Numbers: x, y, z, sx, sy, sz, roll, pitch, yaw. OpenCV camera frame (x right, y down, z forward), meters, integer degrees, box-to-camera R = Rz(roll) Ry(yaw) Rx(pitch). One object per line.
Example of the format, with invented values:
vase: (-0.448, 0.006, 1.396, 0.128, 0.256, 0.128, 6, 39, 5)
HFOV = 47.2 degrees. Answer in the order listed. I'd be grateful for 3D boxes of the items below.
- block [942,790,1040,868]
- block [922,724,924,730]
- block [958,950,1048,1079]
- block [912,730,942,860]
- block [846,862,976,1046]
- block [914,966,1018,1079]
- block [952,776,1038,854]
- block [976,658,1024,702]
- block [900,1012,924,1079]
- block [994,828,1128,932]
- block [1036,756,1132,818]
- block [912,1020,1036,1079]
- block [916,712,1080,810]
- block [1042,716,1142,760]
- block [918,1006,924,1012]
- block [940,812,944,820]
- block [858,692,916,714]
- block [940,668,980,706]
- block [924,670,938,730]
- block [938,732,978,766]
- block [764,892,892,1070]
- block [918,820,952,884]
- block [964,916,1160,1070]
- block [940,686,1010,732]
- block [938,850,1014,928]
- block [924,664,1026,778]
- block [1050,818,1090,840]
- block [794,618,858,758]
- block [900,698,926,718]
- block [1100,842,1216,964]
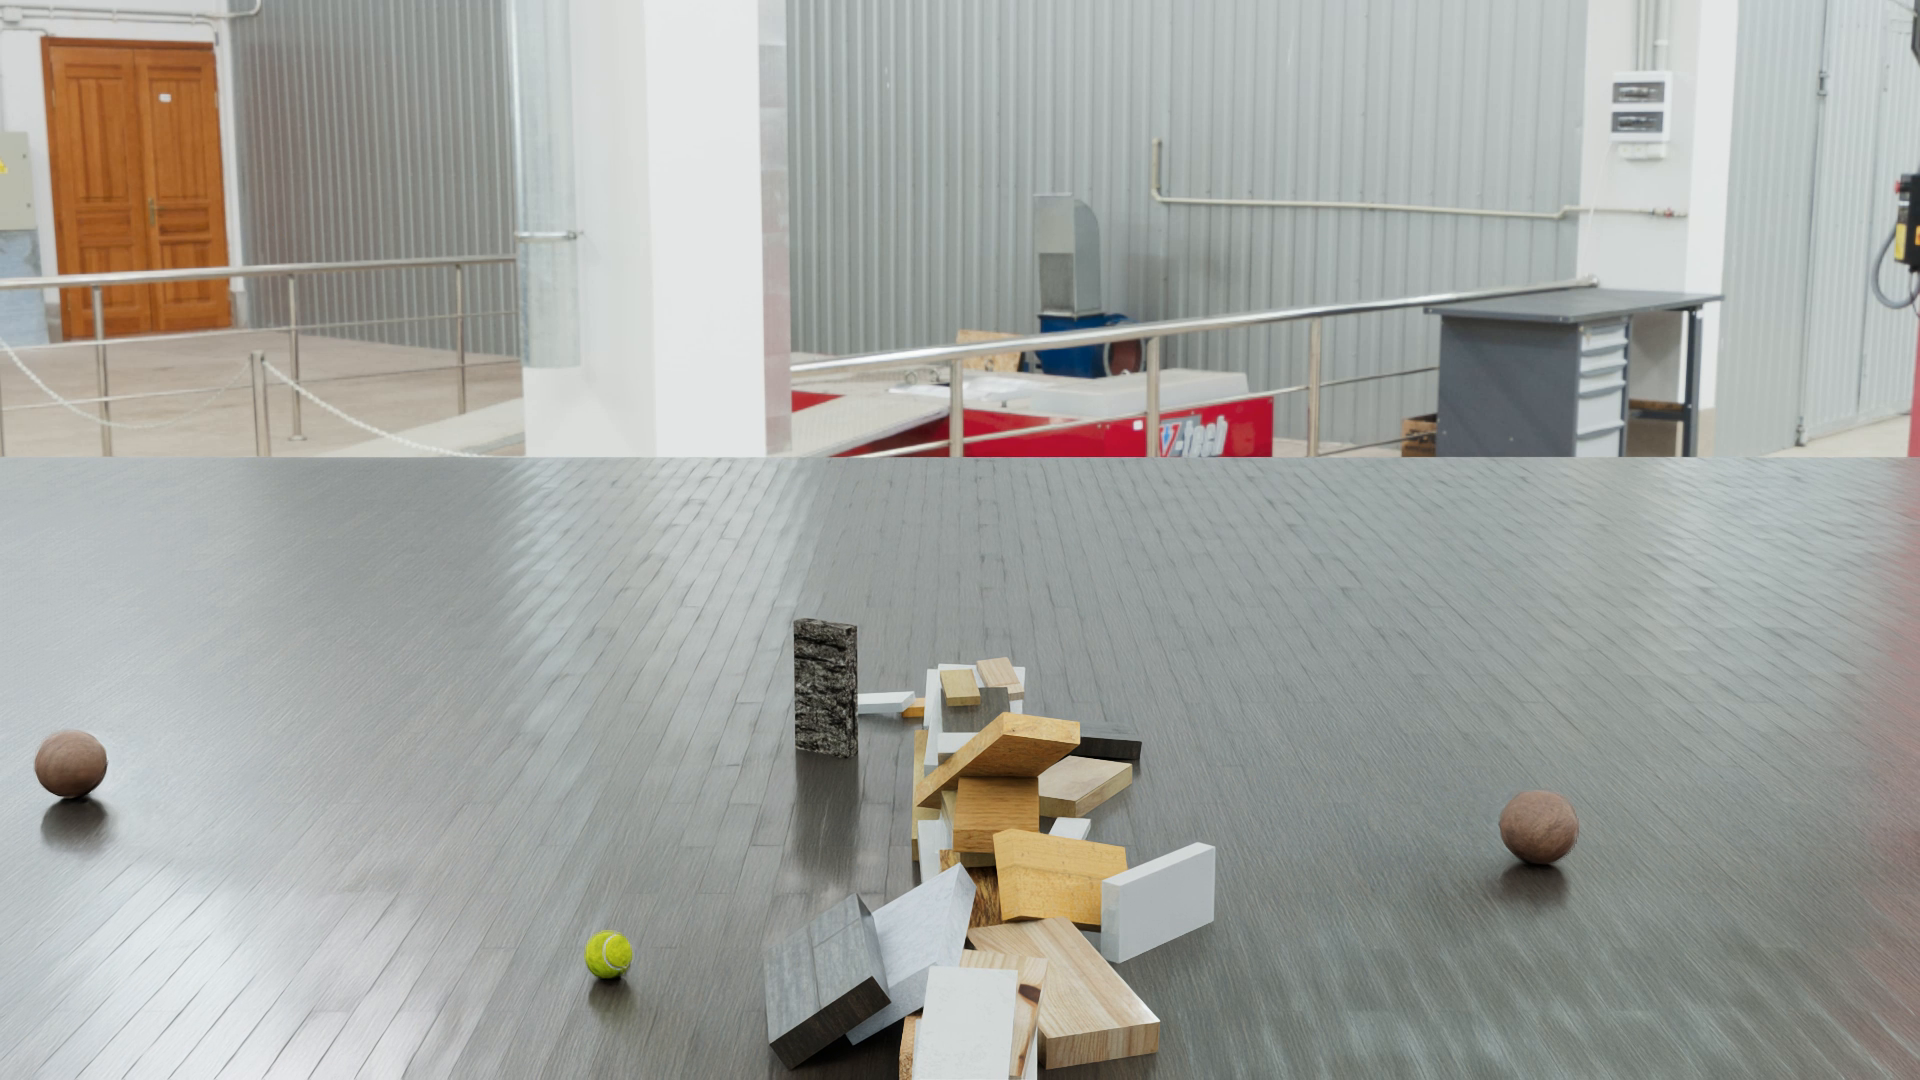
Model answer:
block: (0.051, 0.469, 3.603, 0.134, 0.038, 0.268, -1, 12, -7)
block: (0.016, 0.417, 4.318, 0.108, 0.031, 0.217, -9, 28, -20)
block: (0.039, 0.597, 2.734, 0.110, 0.031, 0.220, 5, 29, 9)
block: (-0.001, 0.457, 3.968, 0.166, 0.047, 0.331, 0, 30, 0)
block: (-0.074, 0.598, 3.213, 0.167, 0.047, 0.375, -31, 8, 11)
block: (0.008, 0.601, 2.660, 0.110, 0.031, 0.220, 2, 29, 4)
block: (0.060, 0.441, 3.550, 0.133, 0.038, 0.266, 1, 12, 2)
block: (0.076, 0.264, 4.146, 0.061, 0.017, 0.122, -7, 30, -12)
block: (0.000, 0.674, 2.917, 0.152, 0.043, 0.303, 0, -2, 0)
block: (0.163, 0.530, 3.402, 0.038, 0.133, 0.266, -25, -29, 38)
block: (0.214, 0.472, 4.200, 0.135, 0.038, 0.269, 5, 12, 27)
block: (0.016, 0.694, 2.634, 0.152, 0.043, 0.303, 1, 29, 2)
block: (0.058, 0.379, 3.690, 0.133, 0.038, 0.398, 9, -26, -20)
block: (0.220, 0.401, 4.495, 0.280, 0.038, 0.135, 5, 10, -8)
block: (-0.019, 0.651, 3.074, 0.060, 0.017, 0.120, 3, -10, -14)
block: (-0.002, 0.501, 3.738, 0.076, 0.022, 0.153, 5, 27, 6)
block: (-0.180, 0.356, 4.801, 0.148, 0.021, 0.074, -4, 13, 22)
block: (0.000, 0.272, 4.057, 0.061, 0.017, 0.122, -3, 21, -6)
block: (-0.014, 0.325, 4.360, 0.108, 0.031, 0.217, 1, 27, 1)
block: (0.025, 0.393, 3.807, 0.125, 0.035, 0.249, 0, -25, 0)
block: (-0.194, 0.623, 3.134, 0.167, 0.047, 0.335, -34, 12, 0)
block: (0.005, 0.548, 3.582, 0.134, 0.038, 0.268, -1, 28, -4)
block: (0.138, 0.643, 3.152, 0.167, 0.047, 0.335, -4, 18, -20)
block: (0.030, 0.334, 3.966, 0.125, 0.035, 0.249, -1, 21, -2)
block: (0.044, 0.575, 3.444, 0.134, 0.038, 0.268, -1, 27, -5)
block: (0.030, 0.342, 4.074, 0.166, 0.047, 0.331, 2, 30, 4)
block: (0.196, 0.527, 3.959, 0.061, 0.017, 0.122, 2, 11, 11)
block: (-0.274, 0.301, 4.487, 0.135, 0.269, 0.038, 7, 13, 34)
block: (-0.059, 0.365, 4.823, 0.148, 0.021, 0.074, -2, 11, -12)
block: (0.313, 0.567, 3.451, 0.035, 0.125, 0.249, 9, 14, 41)
